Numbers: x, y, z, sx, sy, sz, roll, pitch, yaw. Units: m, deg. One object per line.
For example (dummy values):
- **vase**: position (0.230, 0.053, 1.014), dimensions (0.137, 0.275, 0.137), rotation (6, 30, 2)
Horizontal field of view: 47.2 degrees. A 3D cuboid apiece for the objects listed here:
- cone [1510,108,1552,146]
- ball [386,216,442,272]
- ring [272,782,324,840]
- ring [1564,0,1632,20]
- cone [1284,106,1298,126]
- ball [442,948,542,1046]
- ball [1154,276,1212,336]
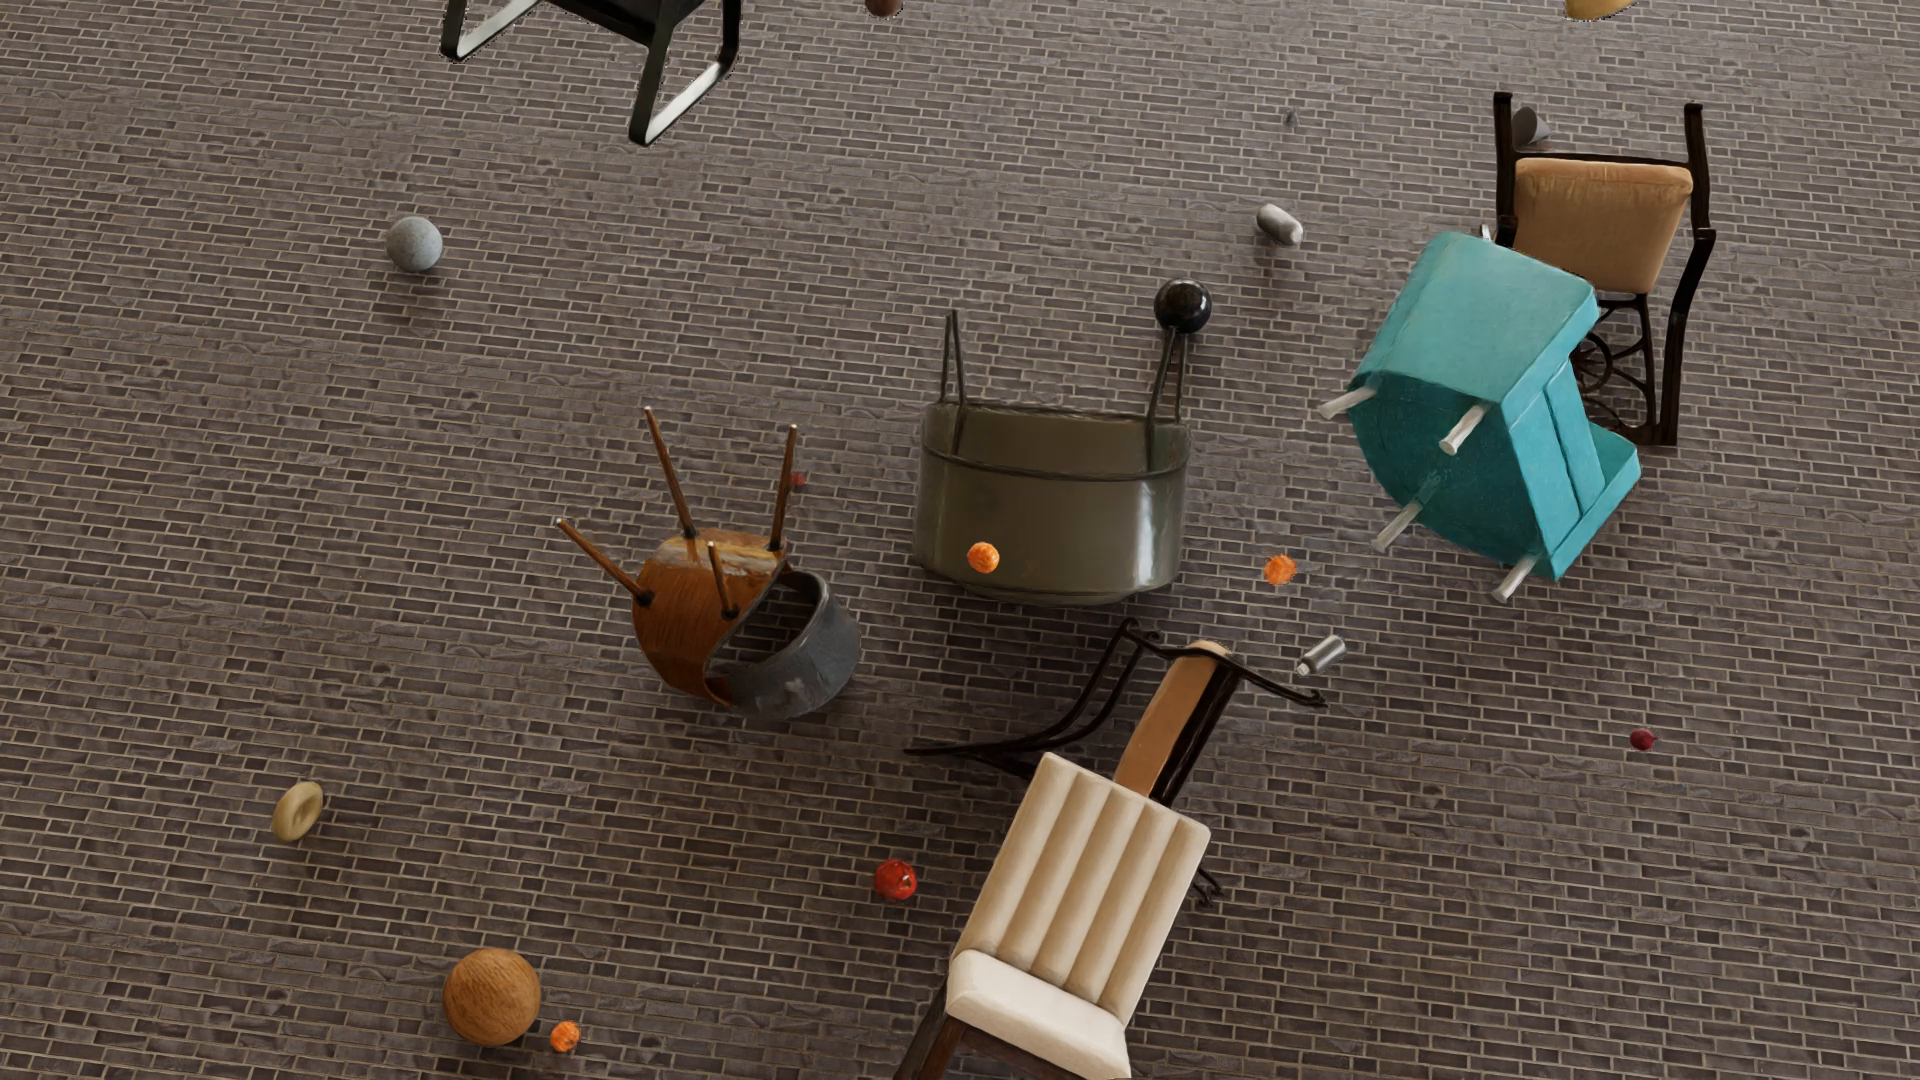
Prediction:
- **cone**: position (1.965, -1.394, 7.473), dimensions (0.140, 0.136, 0.131), rotation (3, 37, -30)
- **ball**: position (-1.764, -0.957, 7.109), dimensions (0.178, 0.178, 0.178), rotation (0, 56, 0)
- **ring**: position (-1.799, 0.736, 5.977), dimensions (0.055, 0.171, 0.176), rotation (25, 88, 17)
- **ring**: position (1.961, -1.674, 6.474), dimensions (0.435, 0.147, 0.150), rotation (-33, 55, -6)
- **cone**: position (1.135, -1.454, 7.496), dimensions (0.058, 0.087, 0.038), rotation (-18, 61, -11)
- **ball**: position (-1.200, 1.171, 5.638), dimensions (0.249, 0.249, 0.249), rotation (0, 56, 0)
- **ball**: position (0.705, -0.740, 6.959), dimensions (0.185, 0.185, 0.185), rotation (0, 56, 0)
